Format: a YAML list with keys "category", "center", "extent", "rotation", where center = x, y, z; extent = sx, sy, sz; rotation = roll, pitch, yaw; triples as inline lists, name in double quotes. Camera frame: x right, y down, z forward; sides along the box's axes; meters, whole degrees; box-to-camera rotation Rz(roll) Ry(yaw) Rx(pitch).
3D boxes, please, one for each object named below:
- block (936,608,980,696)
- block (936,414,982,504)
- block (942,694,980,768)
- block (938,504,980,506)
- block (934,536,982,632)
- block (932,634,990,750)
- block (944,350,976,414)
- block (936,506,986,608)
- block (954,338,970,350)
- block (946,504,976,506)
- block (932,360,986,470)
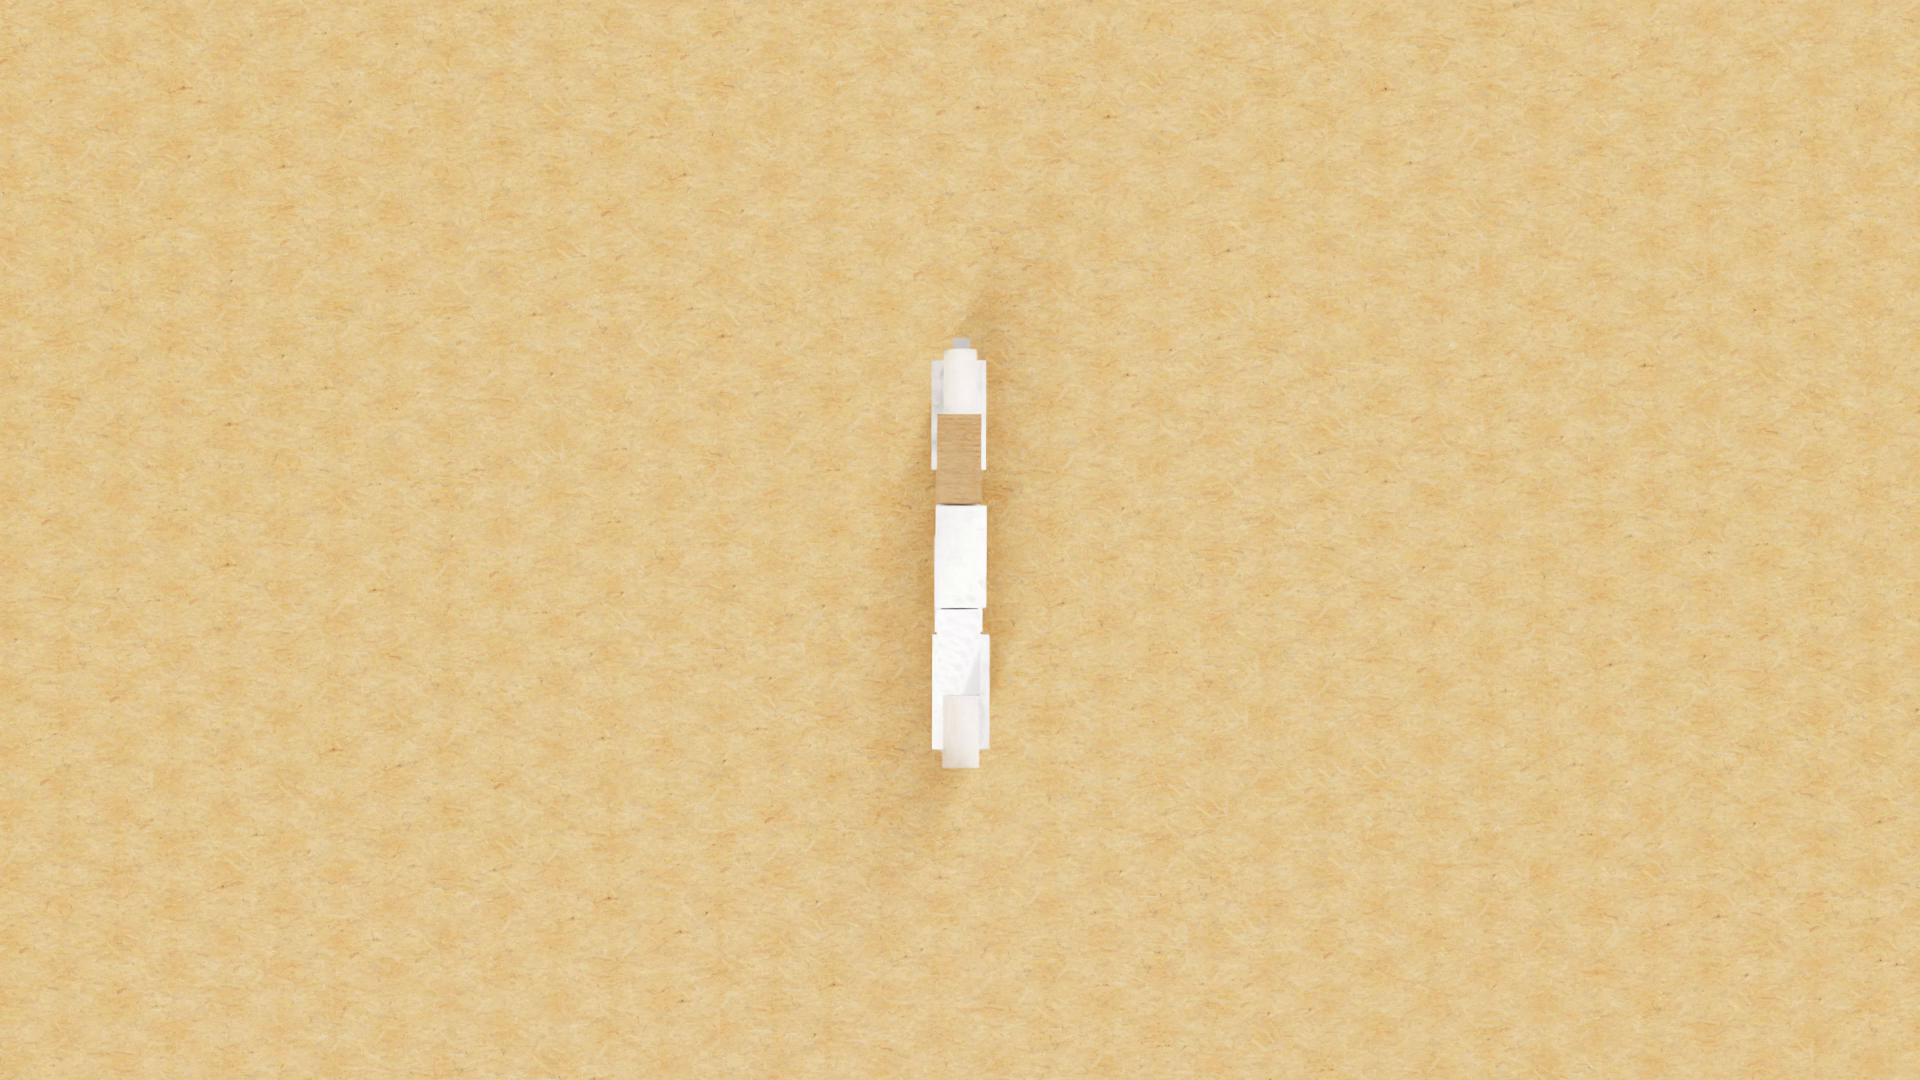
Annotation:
- category: "block"
  center: [-0.003, 0.315, 4.644]
  extent: [0.120, 0.034, 0.239]
  rotation: [-1, 90, 0]
- category: "block"
  center: [-0.002, -0.224, 4.566]
  extent: [0.123, 0.035, 0.247]
  rotation: [0, 90, 0]
- category: "block"
  center: [0.002, 0.542, 4.680]
  extent: [0.103, 0.029, 0.205]
  rotation: [0, 90, 0]
- category: "block"
  center: [-0.002, -0.221, 5.214]
  extent: [0.134, 0.038, 0.267]
  rotation: [0, 90, 0]
- category: "block"
  center: [-0.005, 0.132, 4.981]
  extent: [0.144, 0.041, 0.287]
  rotation: [0, 90, 0]
- category: "block"
  center: [0.003, 0.451, 4.924]
  extent: [0.170, 0.048, 0.340]
  rotation: [0, 90, 0]
- category: "block"
  center: [0.001, -0.444, 4.634]
  extent: [0.091, 0.026, 0.183]
  rotation: [0, 90, 0]
- category: "block"
  center: [0.002, 0.047, 4.654]
  extent: [0.143, 0.041, 0.286]
  rotation: [0, 90, 0]
- category: "block"
  center: [0.004, -0.593, 5.283]
  extent: [0.053, 0.015, 0.105]
  rotation: [0, 90, 0]
- category: "block"
  center: [0.003, -0.109, 4.996]
  extent: [0.093, 0.026, 0.185]
  rotation: [0, 90, 0]
- category: "block"
  center: [-0.004, -0.366, 4.853]
  extent: [0.160, 0.045, 0.319]
  rotation: [0, 90, 0]
